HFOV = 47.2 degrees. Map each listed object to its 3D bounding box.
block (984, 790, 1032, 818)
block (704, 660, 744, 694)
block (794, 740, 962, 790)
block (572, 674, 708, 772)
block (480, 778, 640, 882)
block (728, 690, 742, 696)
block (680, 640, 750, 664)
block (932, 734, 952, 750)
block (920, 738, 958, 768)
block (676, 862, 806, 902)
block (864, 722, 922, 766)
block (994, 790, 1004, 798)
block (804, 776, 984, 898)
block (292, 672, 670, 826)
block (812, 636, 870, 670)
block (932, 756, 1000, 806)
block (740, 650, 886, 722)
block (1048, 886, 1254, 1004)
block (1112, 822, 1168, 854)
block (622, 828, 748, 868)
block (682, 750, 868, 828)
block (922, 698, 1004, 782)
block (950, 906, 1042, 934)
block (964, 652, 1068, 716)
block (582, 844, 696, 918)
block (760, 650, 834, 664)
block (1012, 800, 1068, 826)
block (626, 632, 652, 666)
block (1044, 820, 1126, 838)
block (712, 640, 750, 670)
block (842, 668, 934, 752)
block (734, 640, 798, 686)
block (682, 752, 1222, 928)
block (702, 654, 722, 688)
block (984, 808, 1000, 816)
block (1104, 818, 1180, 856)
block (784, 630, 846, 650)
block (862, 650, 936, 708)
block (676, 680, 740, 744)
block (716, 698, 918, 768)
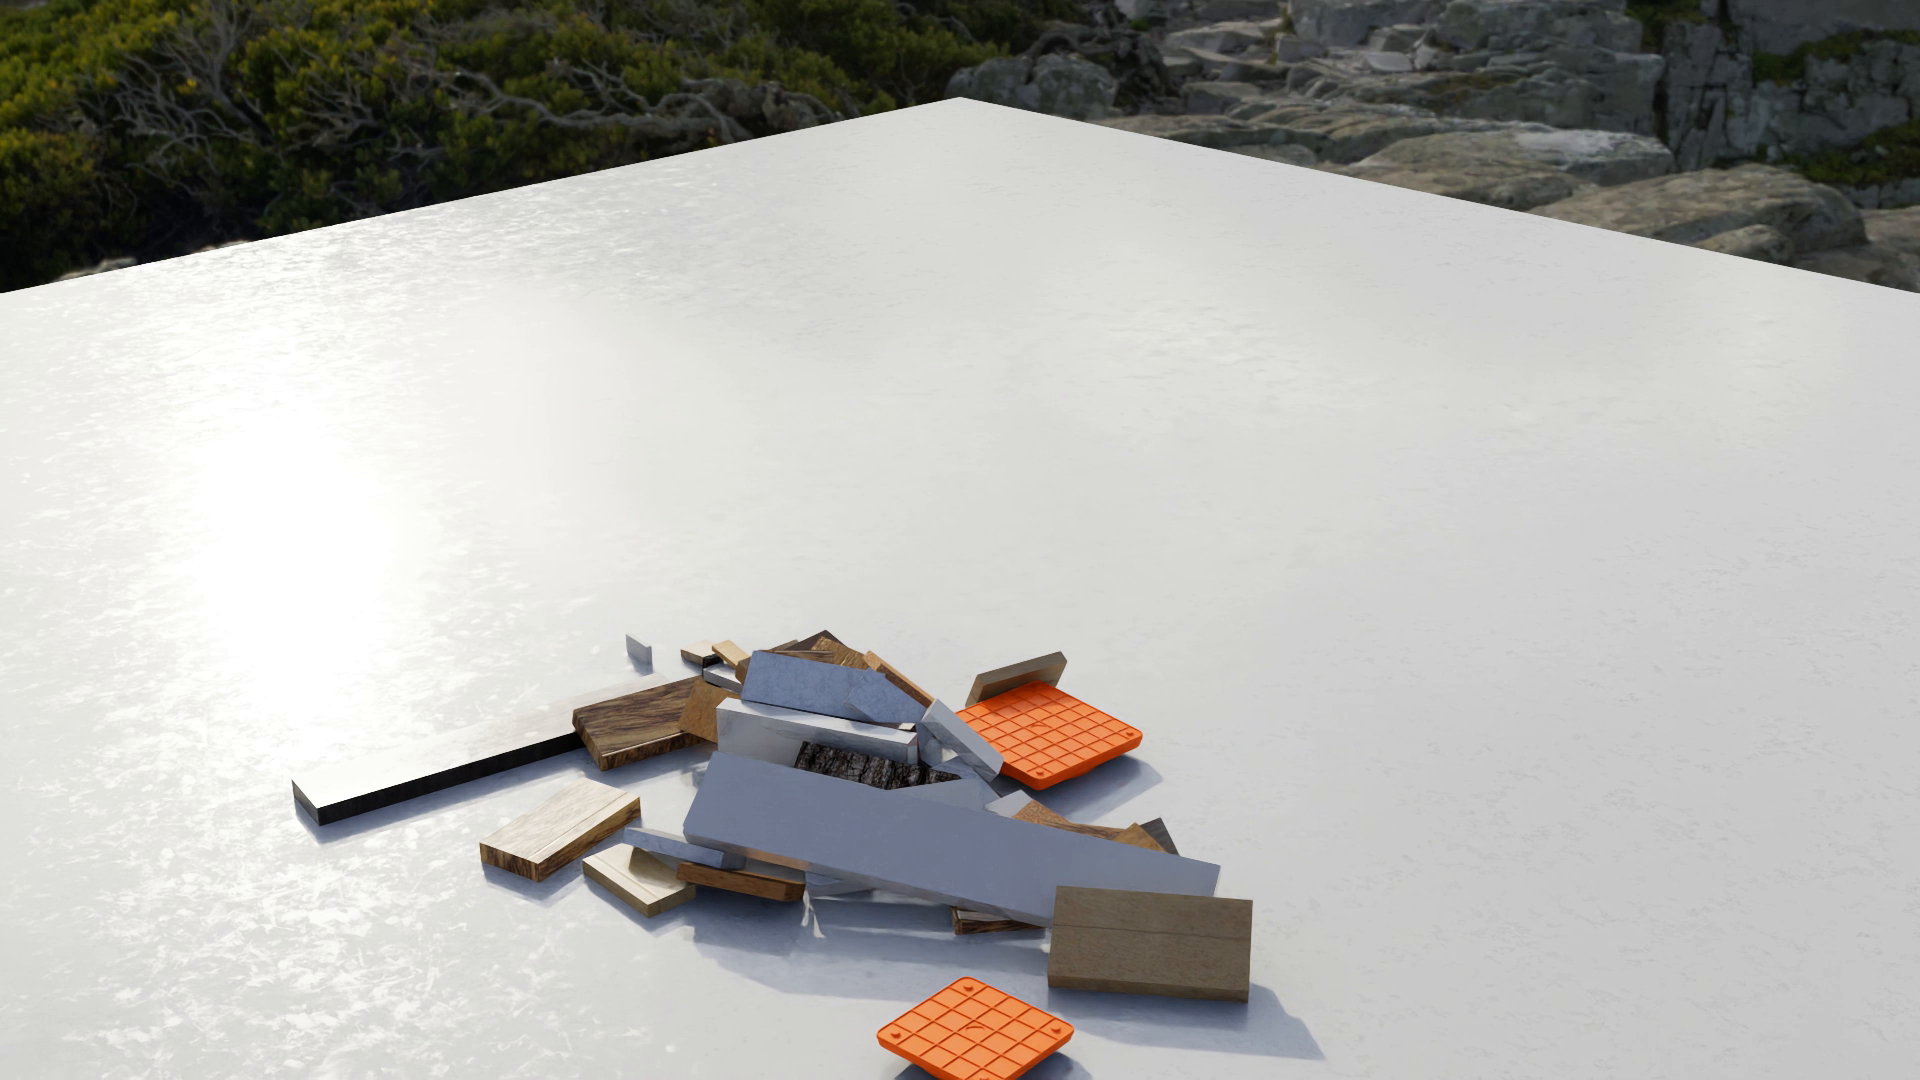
[{"bbox_3d":[0.147,0.573,4.314,0.100,0.028,0.201,-19,43,-38],"label":"block"},{"bbox_3d":[-0.473,0.305,4.863,0.184,0.026,0.092,16,28,42],"label":"block"},{"bbox_3d":[-0.178,0.518,4.346,0.343,0.049,0.171,10,68,22],"label":"block"},{"bbox_3d":[-0.661,0.391,4.722,0.303,0.043,0.152,-14,46,-30],"label":"block"},{"bbox_3d":[-0.790,0.571,4.360,0.152,0.043,0.303,14,27,29],"label":"block"},{"bbox_3d":[-0.437,0.366,4.864,0.092,0.026,0.184,-17,28,-35],"label":"block"},{"bbox_3d":[-0.515,0.282,5.030,0.075,0.021,0.311,-20,24,-40],"label":"block"},{"bbox_3d":[-0.026,0.438,4.597,0.016,0.110,0.055,-38,34,-10],"label":"block"},{"bbox_3d":[-0.055,0.445,4.518,0.075,0.021,0.149,-21,39,-40],"label":"block"},{"bbox_3d":[-0.412,0.642,4.137,0.217,0.031,0.108,9,-5,16],"label":"block"},{"bbox_3d":[-0.267,0.419,4.516,0.388,0.094,0.027,0,21,23],"label":"block"},{"bbox_3d":[0.027,0.520,4.460,0.149,0.021,0.075,31,37,27],"label":"block"},{"bbox_3d":[-0.125,0.566,4.194,0.351,0.050,0.176,-8,57,-2],"label":"block"},{"bbox_3d":[-0.981,0.436,4.678,0.845,0.043,0.152,-15,27,-32],"label":"block"},{"bbox_3d":[-0.244,0.260,4.674,0.149,0.021,0.075,22,36,10],"label":"block"},{"bbox_3d":[0.023,0.523,4.391,0.100,0.028,0.201,-20,54,-39],"label":"block"},{"bbox_3d":[-0.304,0.309,4.557,0.282,0.031,0.111,10,64,6],"label":"block"},{"bbox_3d":[0.339,0.716,3.903,0.351,0.050,0.176,3,54,7],"label":"block"},{"bbox_3d":[0.361,0.635,4.081,0.111,0.031,0.222,-33,59,-25],"label":"block"},{"bbox_3d":[-0.531,0.595,4.251,0.217,0.031,0.108,10,-4,22],"label":"block"},{"bbox_3d":[-0.357,0.533,4.326,0.343,0.049,0.171,10,60,22],"label":"block"},{"bbox_3d":[0.007,0.408,4.481,0.187,0.027,0.094,42,18,-3],"label":"block"},{"bbox_3d":[0.070,0.695,4.092,0.168,0.024,0.084,-3,23,-7],"label":"block"},{"bbox_3d":[0.124,0.317,4.868,0.221,0.111,0.031,-14,54,-30],"label":"block"},{"bbox_3d":[-0.614,0.646,4.198,0.108,0.031,0.217,-20,30,-39],"label":"block"},{"bbox_3d":[-0.348,0.270,4.616,0.160,0.023,0.080,1,52,2],"label":"block"},{"bbox_3d":[0.198,0.593,4.241,0.222,0.031,0.111,30,37,23],"label":"block"},{"bbox_3d":[-0.745,0.252,5.106,0.013,0.047,0.094,-17,29,-35],"label":"block"},{"bbox_3d":[0.271,0.596,4.204,0.222,0.031,0.111,7,34,-8],"label":"block"},{"bbox_3d":[-0.508,0.256,4.913,0.047,0.013,0.094,-20,40,-37],"label":"block"},{"bbox_3d":[-0.138,0.353,4.505,0.187,0.027,0.094,36,57,-1],"label":"block"},{"bbox_3d":[-0.321,0.351,4.739,0.162,0.046,0.325,-20,50,-39],"label":"block"},{"bbox_3d":[-0.022,0.585,4.100,0.996,0.050,0.176,11,60,14],"label":"block"},{"bbox_3d":[-0.557,0.298,4.939,0.047,0.094,0.013,-16,40,-33],"label":"block"},{"bbox_3d":[-0.030,0.562,4.322,0.201,0.028,0.100,12,69,26],"label":"block"},{"bbox_3d":[0.323,0.593,4.158,0.168,0.024,0.084,-18,68,-20],"label":"block"},{"bbox_3d":[-0.235,0.324,4.649,0.325,0.046,0.162,37,41,28],"label":"block"},{"bbox_3d":[-0.114,0.309,4.650,0.205,0.023,0.080,39,2,-28],"label":"block"},{"bbox_3d":[-0.477,0.385,4.659,0.221,0.111,0.031,19,-8,13],"label":"block"},{"bbox_3d":[-0.293,0.444,4.494,0.426,0.171,0.049,9,24,20],"label":"block"}]
